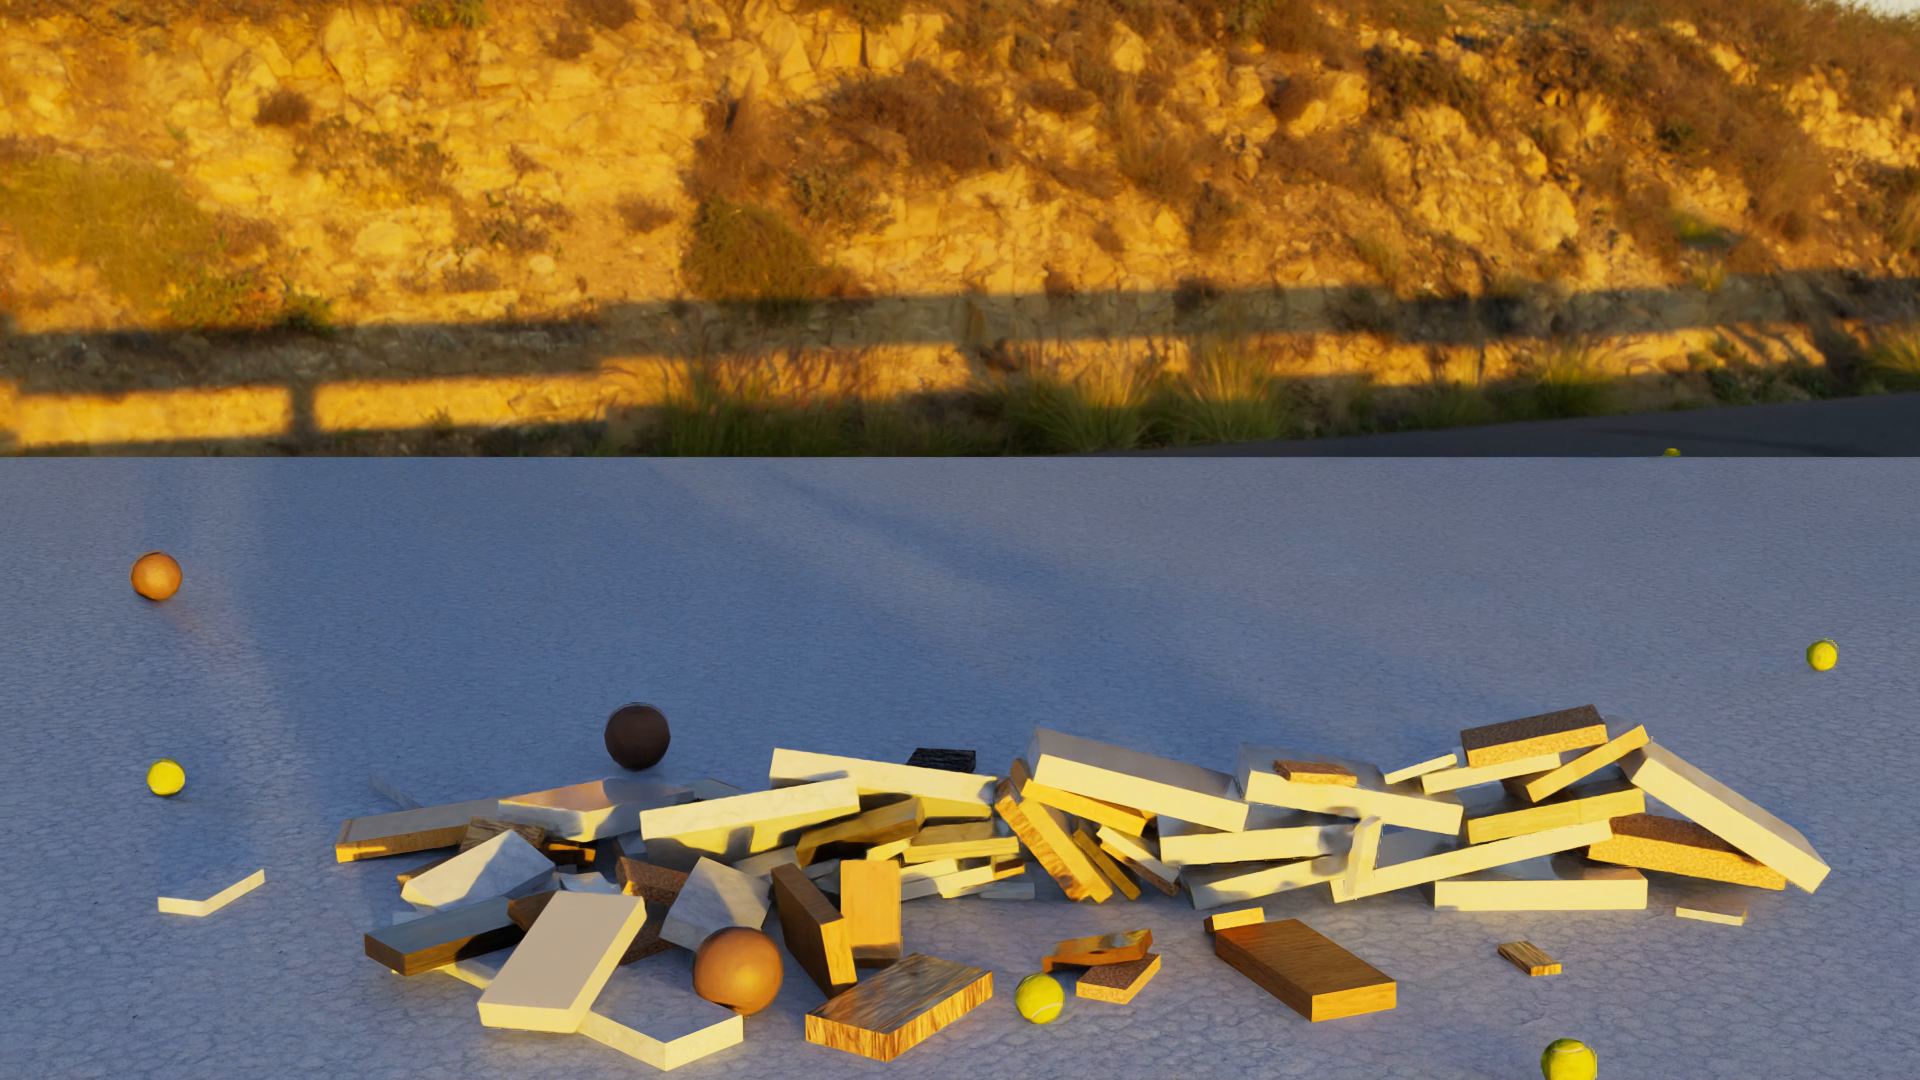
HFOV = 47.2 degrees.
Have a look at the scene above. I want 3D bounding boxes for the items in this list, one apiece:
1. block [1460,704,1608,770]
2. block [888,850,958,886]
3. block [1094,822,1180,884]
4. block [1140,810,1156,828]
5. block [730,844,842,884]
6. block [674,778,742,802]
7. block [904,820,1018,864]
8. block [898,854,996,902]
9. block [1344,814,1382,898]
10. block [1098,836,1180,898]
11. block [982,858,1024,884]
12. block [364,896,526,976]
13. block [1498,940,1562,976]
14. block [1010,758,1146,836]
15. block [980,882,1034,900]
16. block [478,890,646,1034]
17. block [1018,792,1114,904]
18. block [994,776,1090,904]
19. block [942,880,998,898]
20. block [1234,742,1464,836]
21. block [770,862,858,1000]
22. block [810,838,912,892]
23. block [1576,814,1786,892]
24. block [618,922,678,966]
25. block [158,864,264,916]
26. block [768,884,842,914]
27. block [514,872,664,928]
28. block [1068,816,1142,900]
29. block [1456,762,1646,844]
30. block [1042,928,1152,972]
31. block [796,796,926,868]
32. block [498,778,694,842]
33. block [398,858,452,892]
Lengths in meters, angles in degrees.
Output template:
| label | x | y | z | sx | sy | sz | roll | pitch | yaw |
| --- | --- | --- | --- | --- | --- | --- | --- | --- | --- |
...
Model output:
| label | x | y | z | sx | sy | sz | roll | pitch | yaw |
| --- | --- | --- | --- | --- | --- | --- | --- | --- | --- |
| block | 0.933 | 0.320 | 3.580 | 0.220 | 0.031 | 0.110 | -13 | 11 | 9 |
| block | -0.097 | 0.544 | 3.654 | 0.187 | 0.027 | 0.094 | -13 | 11 | 4 |
| block | 0.292 | 0.508 | 3.639 | 0.151 | 0.021 | 0.076 | 33 | 10 | -6 |
| block | 0.353 | 0.472 | 4.041 | 0.141 | 0.040 | 0.282 | 24 | 8 | -7 |
| block | -0.294 | 0.542 | 3.644 | 0.203 | 0.029 | 0.102 | -17 | 13 | 13 |
| block | -0.451 | 0.490 | 4.133 | 0.095 | 0.027 | 0.190 | -9 | 14 | -42 |
| block | 0.002 | 0.497 | 3.634 | 0.187 | 0.027 | 0.094 | -6 | 11 | 2 |
| block | -0.036 | 0.557 | 3.652 | 0.187 | 0.027 | 0.094 | -13 | 11 | 5 |
| block | 0.639 | 0.502 | 3.489 | 0.017 | 0.121 | 0.060 | 17 | 19 | 33 |
| block | 0.299 | 0.535 | 3.674 | 0.151 | 0.021 | 0.076 | 36 | 10 | -5 |
| block | 0.062 | 0.551 | 3.658 | 0.090 | 0.013 | 0.045 | -13 | 11 | 3 |
| block | -0.762 | 0.597 | 3.324 | 0.239 | 0.034 | 0.119 | -10 | 14 | -42 |
| block | 0.870 | 0.640 | 3.362 | 0.050 | 0.014 | 0.101 | -3 | 11 | -15 |
| block | 0.193 | 0.422 | 3.620 | 0.214 | 0.030 | 0.107 | 21 | 9 | -13 |
| block | 0.079 | 0.584 | 3.663 | 0.090 | 0.013 | 0.045 | 0 | 11 | 3 |
| block | -0.569 | 0.603 | 3.168 | 0.138 | 0.039 | 0.276 | 1 | 25 | 15 |
| block | 0.175 | 0.498 | 3.654 | 0.030 | 0.214 | 0.107 | -38 | 7 | 8 |
| block | 0.136 | 0.498 | 3.652 | 0.030 | 0.214 | 0.107 | -38 | 7 | 8 |
| block | 0.016 | 0.575 | 3.661 | 0.090 | 0.013 | 0.045 | -11 | 11 | 5 |
| block | 0.639 | 0.409 | 3.635 | 0.348 | 0.049 | 0.174 | 9 | 11 | 0 |
| block | -0.219 | 0.589 | 3.298 | 0.037 | 0.132 | 0.265 | -14 | 15 | -18 |
| block | -0.172 | 0.526 | 3.638 | 0.203 | 0.029 | 0.102 | -31 | 9 | 11 |
| block | 1.204 | 0.518 | 3.740 | 0.348 | 0.049 | 0.174 | 10 | 9 | -7 |
| block | -0.499 | 0.627 | 3.416 | 0.067 | 0.019 | 0.133 | 9 | 14 | 40 |
| block | -1.242 | 0.581 | 3.653 | 0.085 | 0.024 | 0.170 | 3 | 11 | 15 |
| block | -0.210 | 0.585 | 3.518 | 0.177 | 0.025 | 0.089 | 12 | -1 | 29 |
| block | -0.632 | 0.590 | 3.564 | 0.275 | 0.039 | 0.137 | 6 | 12 | 29 |
| block | 0.242 | 0.528 | 3.661 | 0.021 | 0.151 | 0.076 | -43 | 7 | 8 |
| block | 0.959 | 0.431 | 3.614 | 0.286 | 0.041 | 0.143 | -11 | 11 | 0 |
| block | 0.208 | 0.621 | 3.331 | 0.154 | 0.022 | 0.077 | -12 | 5 | 20 |
| block | -0.161 | 0.476 | 3.586 | 0.203 | 0.029 | 0.102 | -17 | 12 | 8 |
| block | -0.640 | 0.476 | 3.899 | 0.178 | 0.050 | 0.356 | 5 | 2 | 24 |
| block | -0.824 | 0.555 | 3.658 | 0.207 | 0.029 | 0.104 | -8 | 5 | 34 |
